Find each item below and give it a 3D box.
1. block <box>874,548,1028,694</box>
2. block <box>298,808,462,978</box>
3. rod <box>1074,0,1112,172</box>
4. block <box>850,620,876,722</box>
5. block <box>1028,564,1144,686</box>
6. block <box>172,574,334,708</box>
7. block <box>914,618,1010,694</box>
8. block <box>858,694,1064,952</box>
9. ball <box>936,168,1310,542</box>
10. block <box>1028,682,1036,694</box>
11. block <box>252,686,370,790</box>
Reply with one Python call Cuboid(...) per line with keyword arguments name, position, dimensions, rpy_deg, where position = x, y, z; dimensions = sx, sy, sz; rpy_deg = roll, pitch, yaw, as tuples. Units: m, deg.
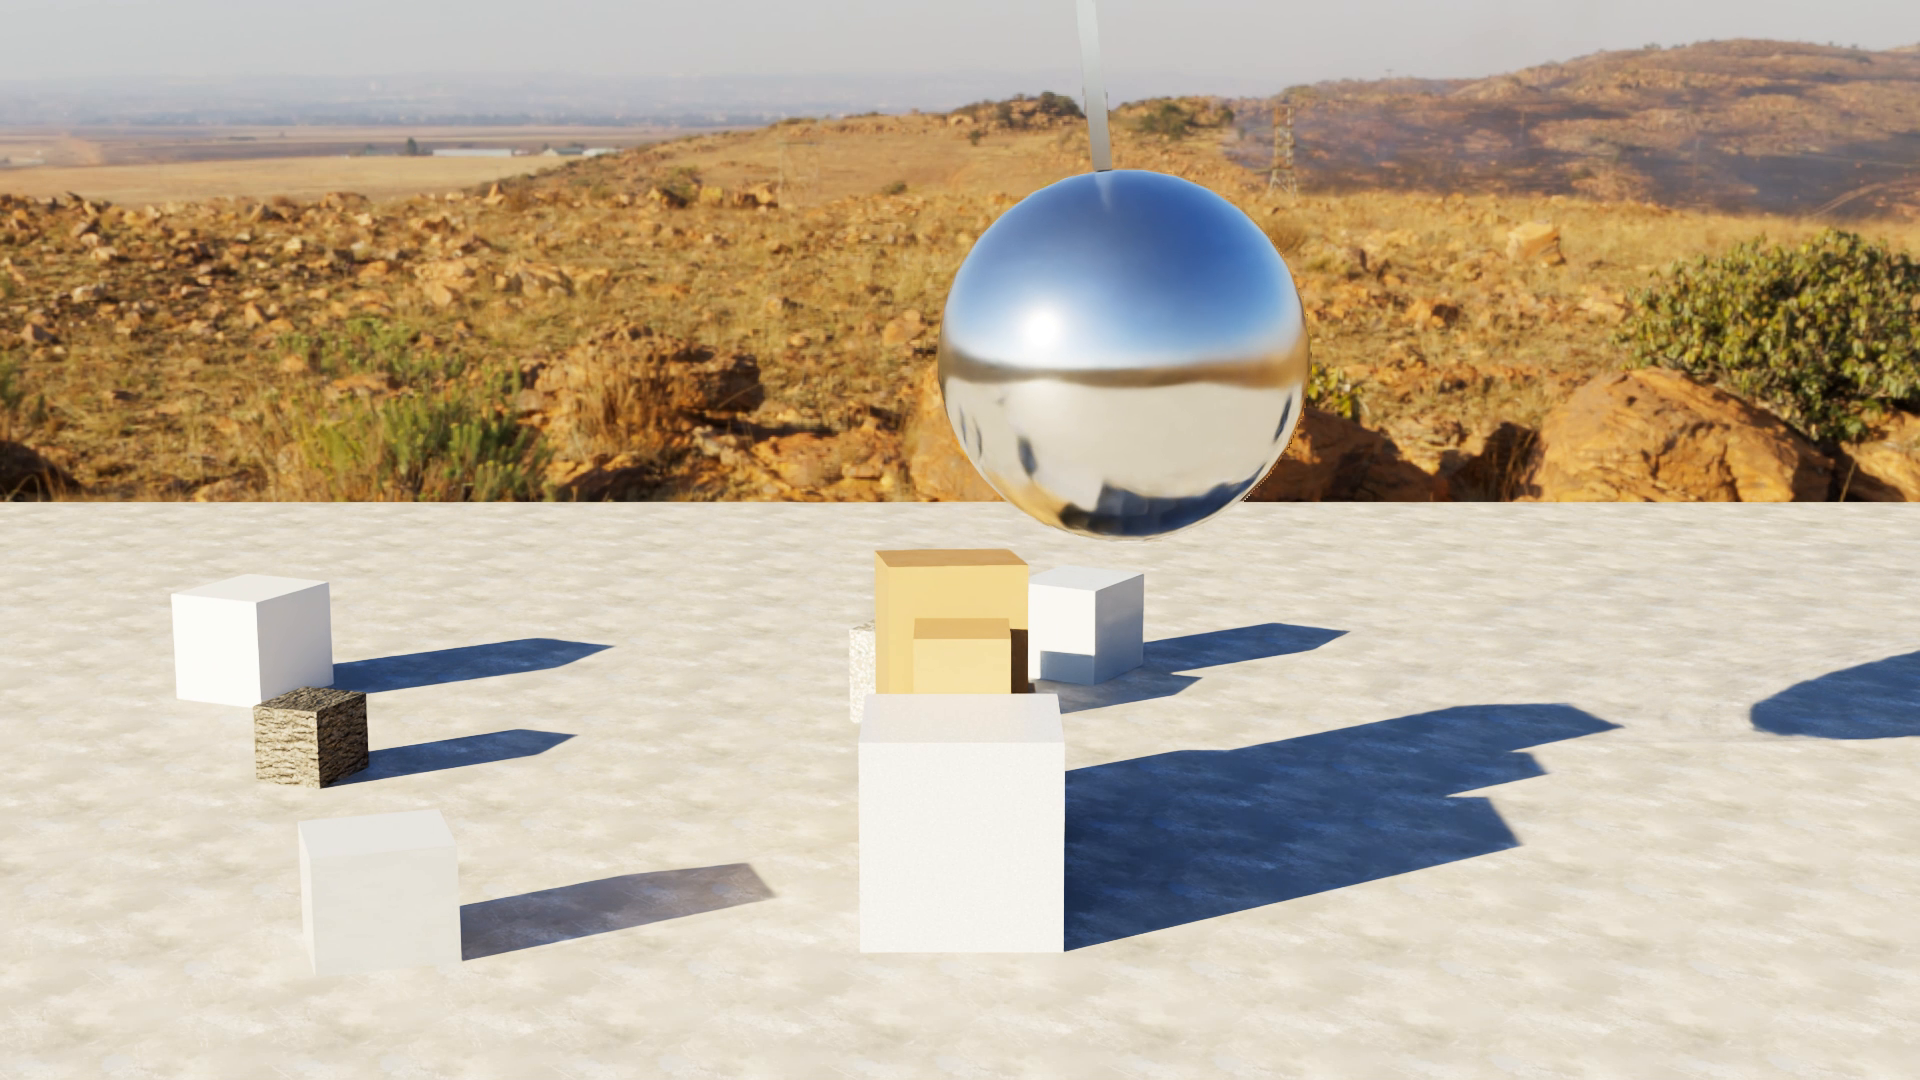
Cuboid(name="block", position=(-0.046, 0.420, 11.866), dimensions=(0.634, 0.682, 0.647), rpy_deg=(-1, 7, -7))
Cuboid(name="block", position=(-2.354, 1.421, 10.390), dimensions=(0.571, 0.487, 0.536), rpy_deg=(-4, 11, -19))
Cuboid(name="rod", position=(0.303, -4.112, 10.433), dimensions=(0.080, 5.200, 0.080), rpy_deg=(-7, 10, 1))
Cuboid(name="block", position=(-0.226, 0.726, 14.134), dimensions=(0.602, 0.515, 0.489), rpy_deg=(5, 11, 25))
Cuboid(name="block", position=(0.709, 0.498, 15.262), dimensions=(0.538, 0.560, 0.634), rpy_deg=(6, 12, 30))
Cuboid(name="block", position=(-4.053, 0.572, 14.727), dimensions=(0.591, 0.606, 0.652), rpy_deg=(5, 11, 24))
Cuboid(name="block", position=(0.009, 0.622, 11.261), dimensions=(0.419, 0.479, 0.435), rpy_deg=(0, 10, 0))
Cuboid(name="block", position=(0.007, 1.165, 10.711), dimensions=(0.822, 0.875, 0.820), rpy_deg=(0, 10, 0))
Cuboid(name="ball", position=(0.699, -0.790, 11.037), dimensions=(1.600, 1.600, 1.600), rpy_deg=(0, 10, 0))
Cuboid(name="block", position=(0.012, 1.045, 12.139), dimensions=(0.698, 0.601, 0.652), rpy_deg=(0, 10, 0))
Cuboid(name="block", position=(-3.281, 0.997, 12.986), dimensions=(0.372, 0.393, 0.440), rpy_deg=(4, 11, 20))
